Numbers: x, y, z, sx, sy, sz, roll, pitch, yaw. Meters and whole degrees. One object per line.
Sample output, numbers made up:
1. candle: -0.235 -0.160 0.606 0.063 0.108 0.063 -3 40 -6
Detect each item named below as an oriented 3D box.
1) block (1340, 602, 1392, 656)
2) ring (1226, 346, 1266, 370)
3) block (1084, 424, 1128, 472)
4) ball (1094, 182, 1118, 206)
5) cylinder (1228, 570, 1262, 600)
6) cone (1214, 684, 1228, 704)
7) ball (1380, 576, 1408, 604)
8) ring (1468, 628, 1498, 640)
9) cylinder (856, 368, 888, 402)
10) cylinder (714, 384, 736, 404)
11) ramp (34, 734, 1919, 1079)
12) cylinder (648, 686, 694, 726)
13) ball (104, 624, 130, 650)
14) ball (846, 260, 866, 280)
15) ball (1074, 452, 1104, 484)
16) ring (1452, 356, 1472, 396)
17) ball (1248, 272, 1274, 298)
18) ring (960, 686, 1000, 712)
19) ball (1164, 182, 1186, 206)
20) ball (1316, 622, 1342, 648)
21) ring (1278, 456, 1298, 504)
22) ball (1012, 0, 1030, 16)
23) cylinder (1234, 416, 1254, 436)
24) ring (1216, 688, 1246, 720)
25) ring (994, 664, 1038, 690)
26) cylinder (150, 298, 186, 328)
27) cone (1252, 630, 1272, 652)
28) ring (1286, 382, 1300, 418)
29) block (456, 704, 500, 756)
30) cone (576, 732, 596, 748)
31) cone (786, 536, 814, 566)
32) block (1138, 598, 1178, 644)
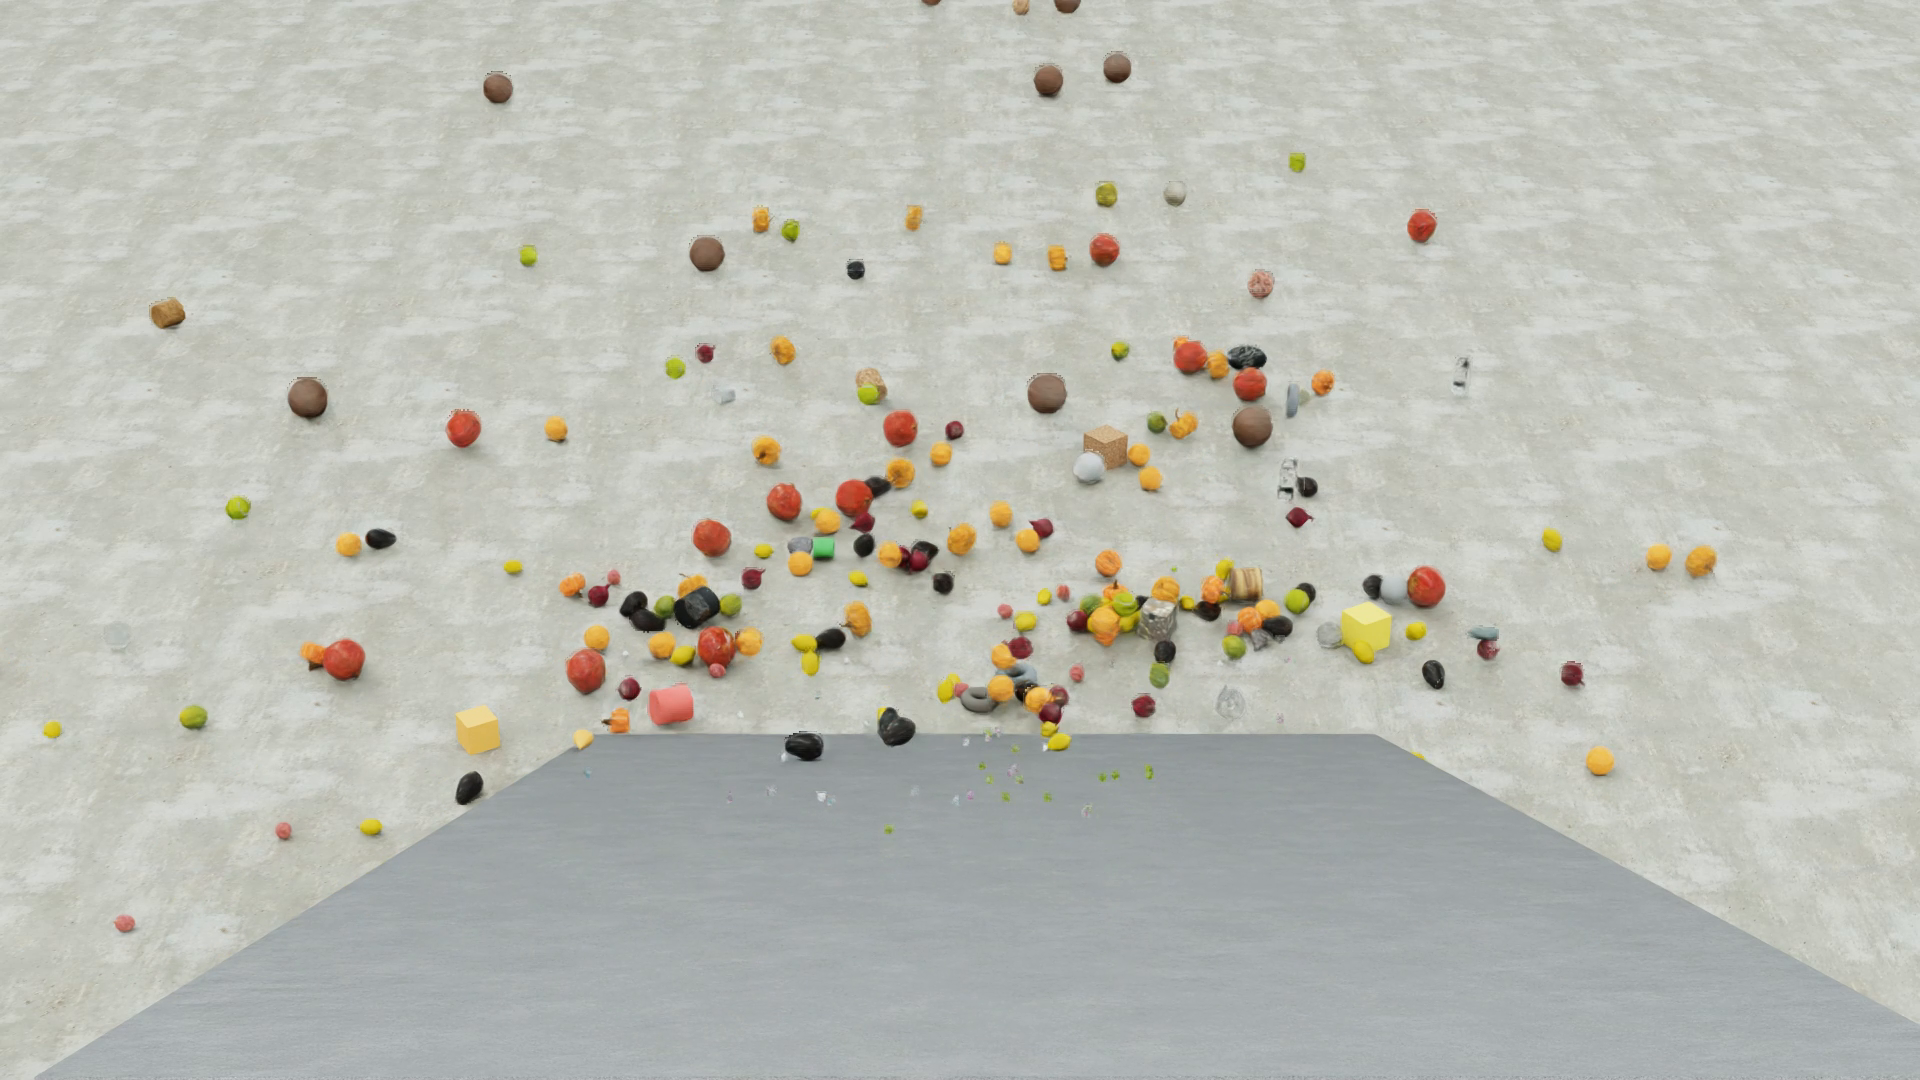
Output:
1. block: 1.125 0.245 7.165 0.097 0.097 0.097 -17 32 -28
2. ring: 0.981 -0.623 8.845 0.139 0.046 0.139 -1 29 0
3. block: 0.460 -0.291 8.166 0.099 0.099 0.099 -21 35 -34
4. ball: 0.578 -1.360 10.174 0.094 0.094 0.094 0 28 0
5. cylinder: 0.816 0.129 7.391 0.088 0.088 0.088 -1 28 -1
6. cone: 0.708 0.408 6.902 0.057 0.057 0.057 0 28 0
7. ball: 1.240 0.142 7.375 0.080 0.080 0.080 0 28 0
8. ring: 1.432 0.257 7.077 0.080 0.027 0.080 7 -3 0
9. cylinder: -0.293 -0.513 8.573 0.082 0.082 0.082 -12 54 -22
10. cylinder: -0.782 -0.484 8.574 0.055 0.055 0.055 -18 33 -30
11. ramp: 0.063 0.569 4.610 2.000 0.100 4.000 0 1 0
12. cylinder: -0.761 0.434 6.800 0.093 0.093 0.093 -8 29 -25
13. ball: -2.331 0.268 7.150 0.070 0.070 0.070 0 28 0
14. ball: -0.383 -0.995 9.517 0.068 0.068 0.068 0 28 0
15. ball: 0.401 -0.225 8.043 0.098 0.098 0.098 0 28 0
16. ring: 1.665 -0.543 8.576 0.045 0.134 0.134 12 30 17
17. ball: 1.090 -0.923 9.354 0.095 0.095 0.095 0 28 0
18. ring: 0.053 0.425 6.892 0.107 0.036 0.107 3 25 -1
19. ball: 0.849 -1.362 10.181 0.090 0.090 0.090 0 28 0
20. ball: 1.023 0.263 7.157 0.073 0.073 0.073 0 28 0
21. ring: 0.968 -0.176 7.626 0.048 0.143 0.143 7 29 10
22. ball: 0.295 -2.576 12.457 0.088 0.088 0.088 0 28 0
23. cylinder: 0.918 -0.368 8.353 0.060 0.060 0.060 2 28 3
24. ring: 0.715 0.435 6.830 0.083 0.083 0.028 -7 0 -13
25. ring: 0.150 0.371 6.990 0.118 0.039 0.118 -2 25 1
26. cylinder: -2.799 -0.799 9.132 0.084 0.084 0.084 22 35 35
27. cone: 0.826 0.289 7.158 0.059 0.059 0.059 12 57 21
28. ring: 1.087 -0.458 8.443 0.038 0.114 0.114 7 29 5
29. block: -1.253 0.494 6.714 0.083 0.083 0.083 -17 32 -28
30. cone: -0.910 0.490 6.213 0.050 0.050 0.050 6 6 12
31. cone: -0.464 0.048 7.597 0.083 0.083 0.083 -5 55 -9
32. block: 0.552 0.225 7.215 0.084 0.084 0.084 12 30 21
